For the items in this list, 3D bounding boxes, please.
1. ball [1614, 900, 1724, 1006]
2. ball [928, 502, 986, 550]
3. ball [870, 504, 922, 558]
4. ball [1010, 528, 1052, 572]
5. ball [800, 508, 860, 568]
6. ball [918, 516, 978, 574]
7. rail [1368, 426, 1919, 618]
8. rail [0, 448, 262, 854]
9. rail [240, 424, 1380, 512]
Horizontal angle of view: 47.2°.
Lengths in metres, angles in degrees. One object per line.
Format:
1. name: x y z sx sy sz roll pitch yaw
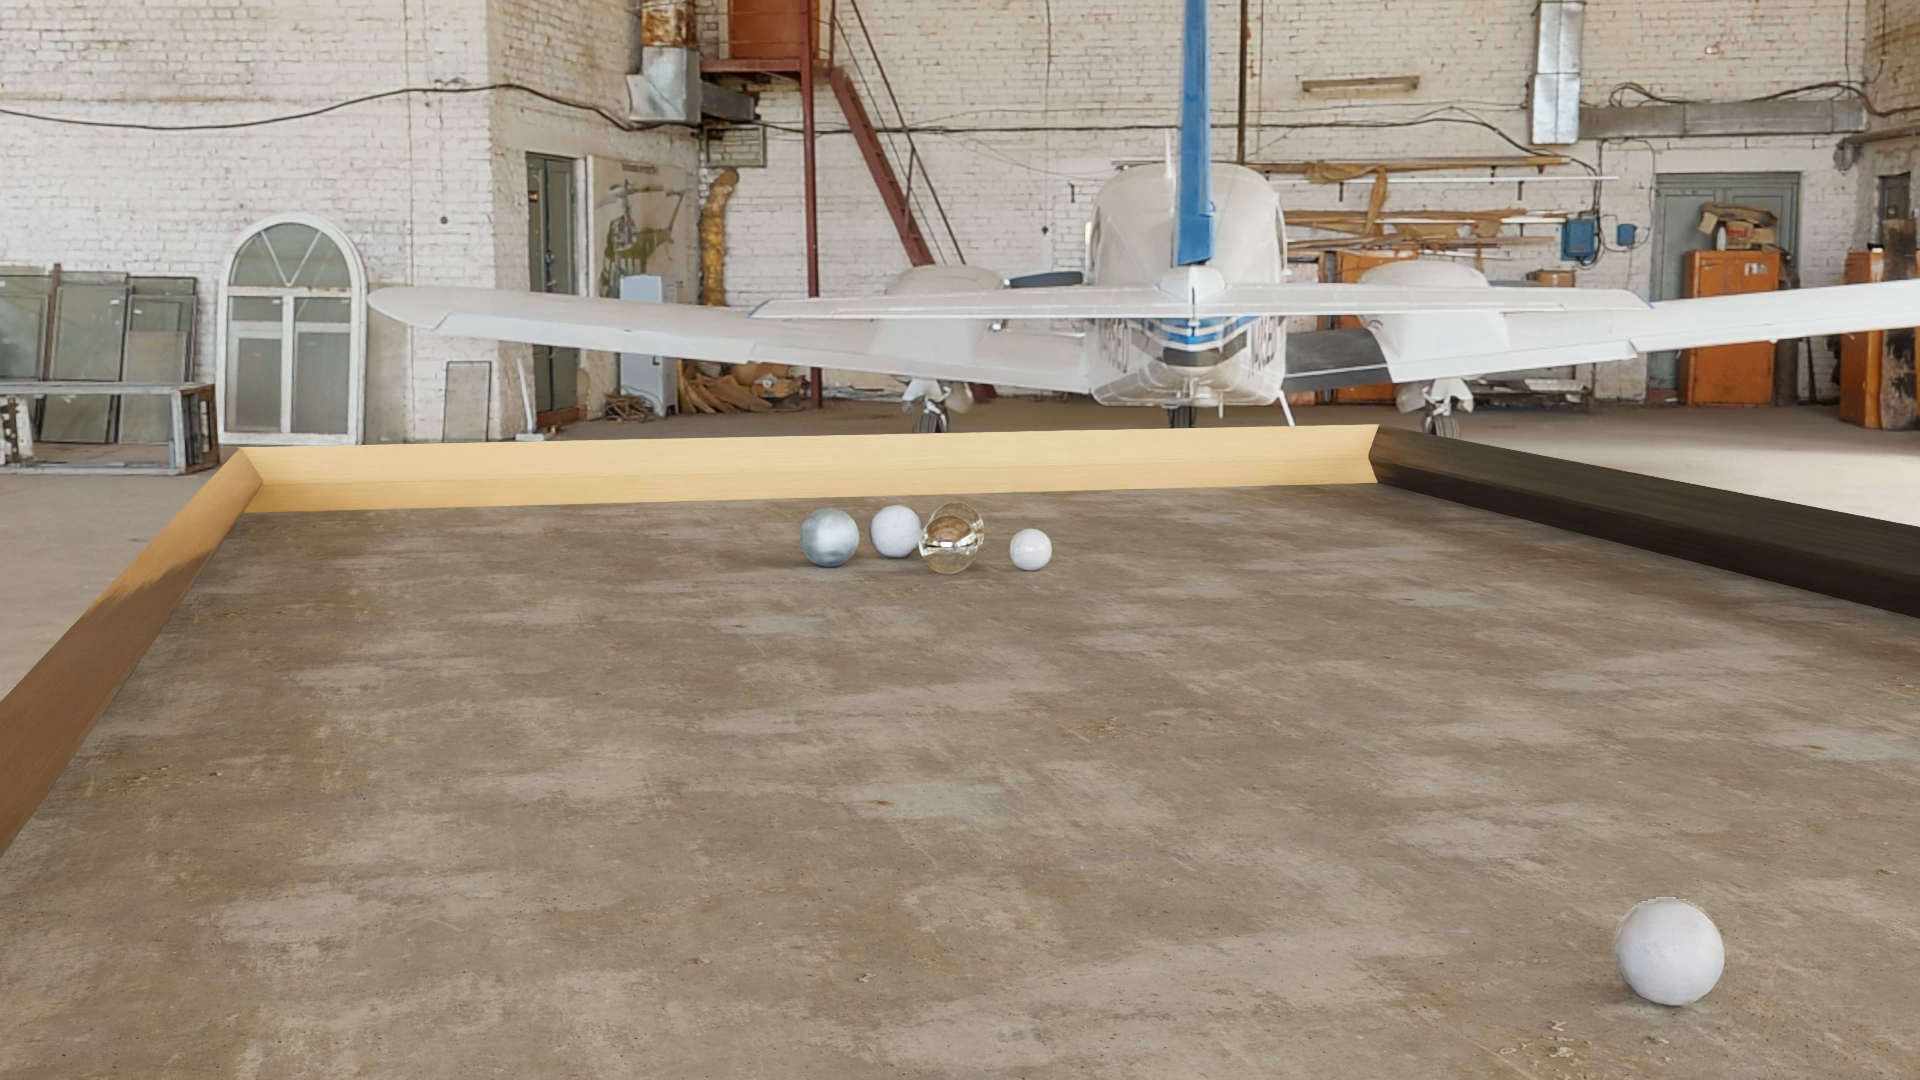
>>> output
1. ball: 0.493 0.286 1.527 0.072 0.072 0.072 0 8 0
2. ball: -0.007 -0.014 3.670 0.098 0.098 0.098 0 8 0
3. ball: -0.108 -0.014 3.704 0.090 0.090 0.090 0 8 0
4. ball: 0.114 0.016 3.559 0.069 0.069 0.069 0 8 0
5. ball: -0.214 -0.005 3.601 0.098 0.098 0.098 0 8 0
6. ball: -0.018 0.008 3.519 0.095 0.095 0.095 0 8 0
7. rail: 1.393 0.079 2.857 0.045 0.127 4.189 -2 8 -13
8. rail: -0.907 0.152 2.313 0.045 0.127 4.189 -2 8 -13
9. rail: -0.237 -0.152 4.582 2.412 0.127 0.045 -2 8 -13
